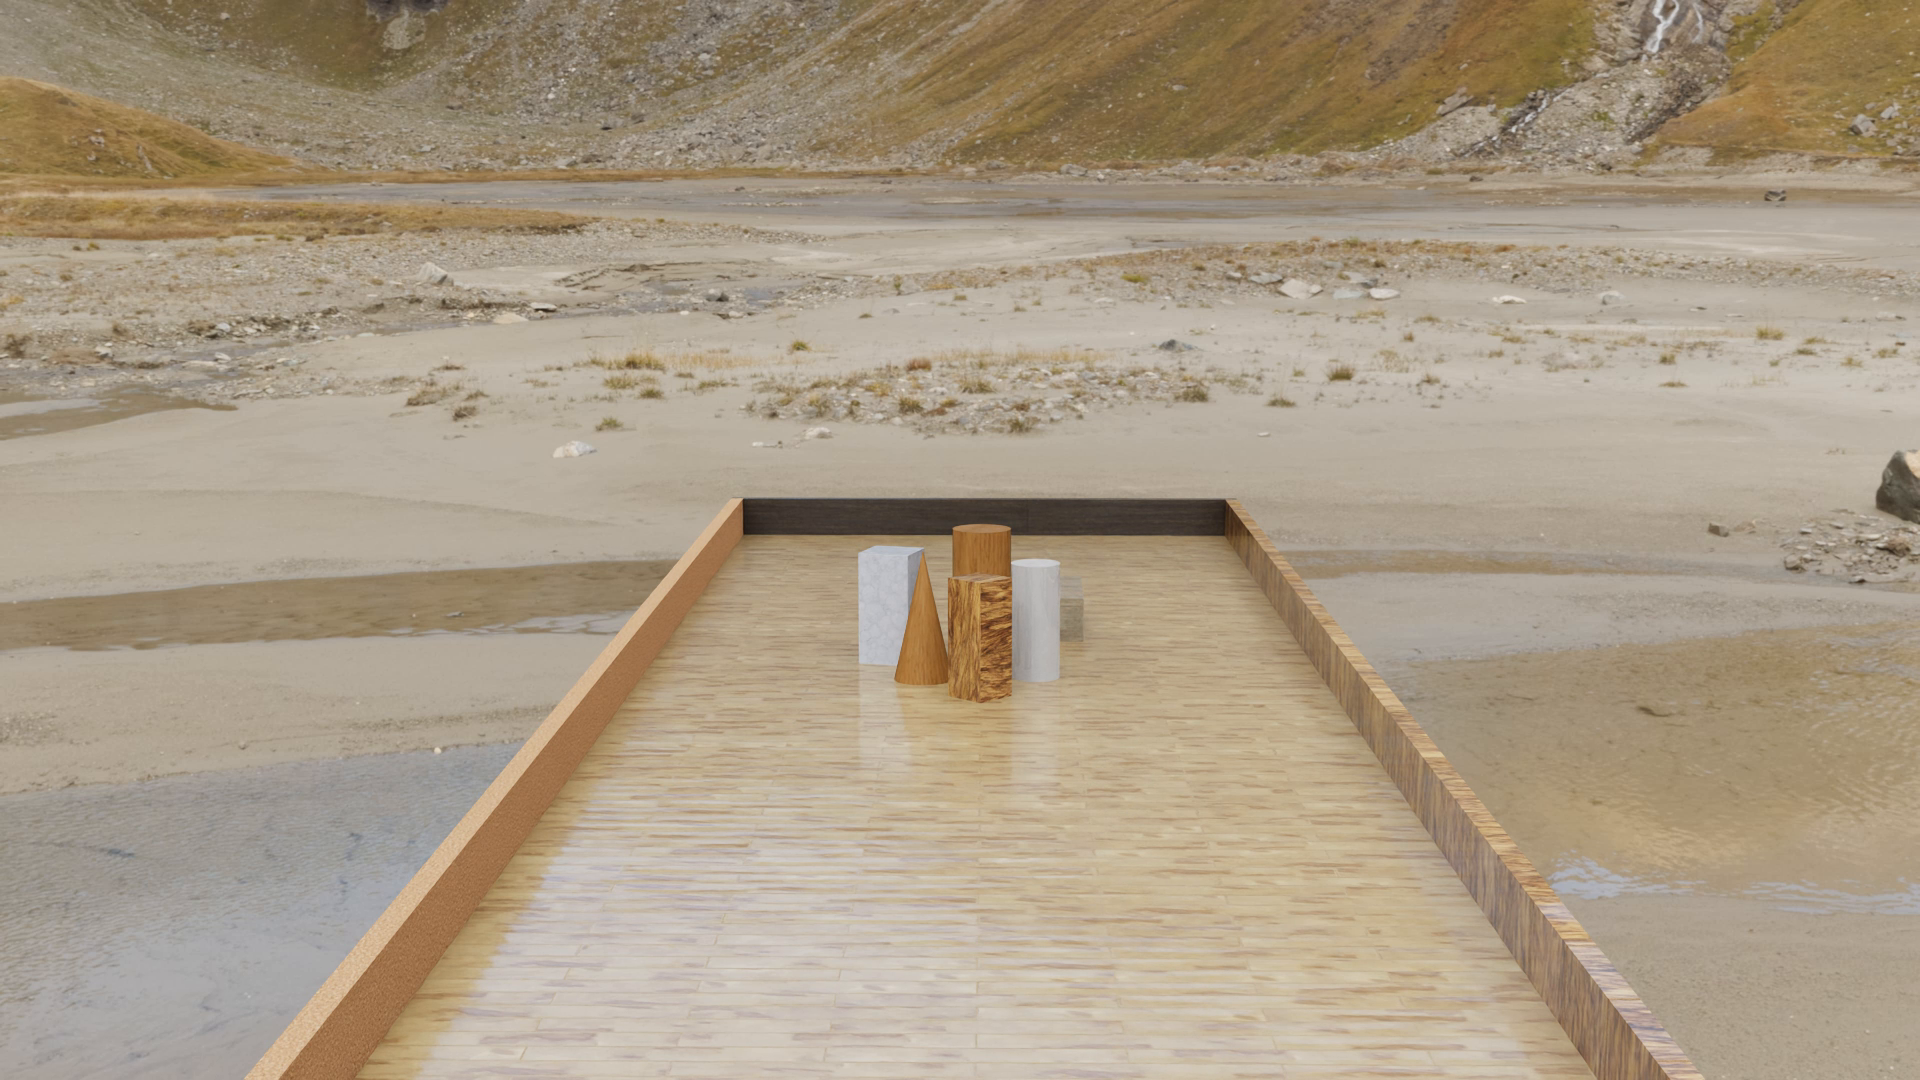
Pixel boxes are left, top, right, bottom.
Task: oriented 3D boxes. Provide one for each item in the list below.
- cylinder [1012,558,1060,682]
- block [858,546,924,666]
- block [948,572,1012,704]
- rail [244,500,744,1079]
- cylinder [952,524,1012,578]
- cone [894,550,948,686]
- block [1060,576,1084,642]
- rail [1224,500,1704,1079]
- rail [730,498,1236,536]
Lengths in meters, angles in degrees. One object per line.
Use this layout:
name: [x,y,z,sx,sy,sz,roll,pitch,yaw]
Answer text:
cylinder: [0.221,0.235,6.444,0.144,0.340,0.144,0,9,0]
block: [-0.207,0.198,6.684,0.157,0.337,0.157,3,9,17]
block: [0.056,0.274,6.197,0.127,0.340,0.127,9,13,44]
rail: [-1.004,0.839,3.234,0.050,0.150,12.000,0,9,1]
cylinder: [0.066,0.164,6.691,0.177,0.402,0.177,0,9,0]
cone: [-0.107,0.219,6.412,0.171,0.381,0.171,0,9,0]
block: [0.328,0.221,7.171,0.139,0.139,0.425,0,9,2]
rail: [1.046,0.843,3.208,0.050,0.150,12.000,0,9,1]
rail: [0.099,-0.098,9.147,2.100,0.150,0.050,0,9,1]
